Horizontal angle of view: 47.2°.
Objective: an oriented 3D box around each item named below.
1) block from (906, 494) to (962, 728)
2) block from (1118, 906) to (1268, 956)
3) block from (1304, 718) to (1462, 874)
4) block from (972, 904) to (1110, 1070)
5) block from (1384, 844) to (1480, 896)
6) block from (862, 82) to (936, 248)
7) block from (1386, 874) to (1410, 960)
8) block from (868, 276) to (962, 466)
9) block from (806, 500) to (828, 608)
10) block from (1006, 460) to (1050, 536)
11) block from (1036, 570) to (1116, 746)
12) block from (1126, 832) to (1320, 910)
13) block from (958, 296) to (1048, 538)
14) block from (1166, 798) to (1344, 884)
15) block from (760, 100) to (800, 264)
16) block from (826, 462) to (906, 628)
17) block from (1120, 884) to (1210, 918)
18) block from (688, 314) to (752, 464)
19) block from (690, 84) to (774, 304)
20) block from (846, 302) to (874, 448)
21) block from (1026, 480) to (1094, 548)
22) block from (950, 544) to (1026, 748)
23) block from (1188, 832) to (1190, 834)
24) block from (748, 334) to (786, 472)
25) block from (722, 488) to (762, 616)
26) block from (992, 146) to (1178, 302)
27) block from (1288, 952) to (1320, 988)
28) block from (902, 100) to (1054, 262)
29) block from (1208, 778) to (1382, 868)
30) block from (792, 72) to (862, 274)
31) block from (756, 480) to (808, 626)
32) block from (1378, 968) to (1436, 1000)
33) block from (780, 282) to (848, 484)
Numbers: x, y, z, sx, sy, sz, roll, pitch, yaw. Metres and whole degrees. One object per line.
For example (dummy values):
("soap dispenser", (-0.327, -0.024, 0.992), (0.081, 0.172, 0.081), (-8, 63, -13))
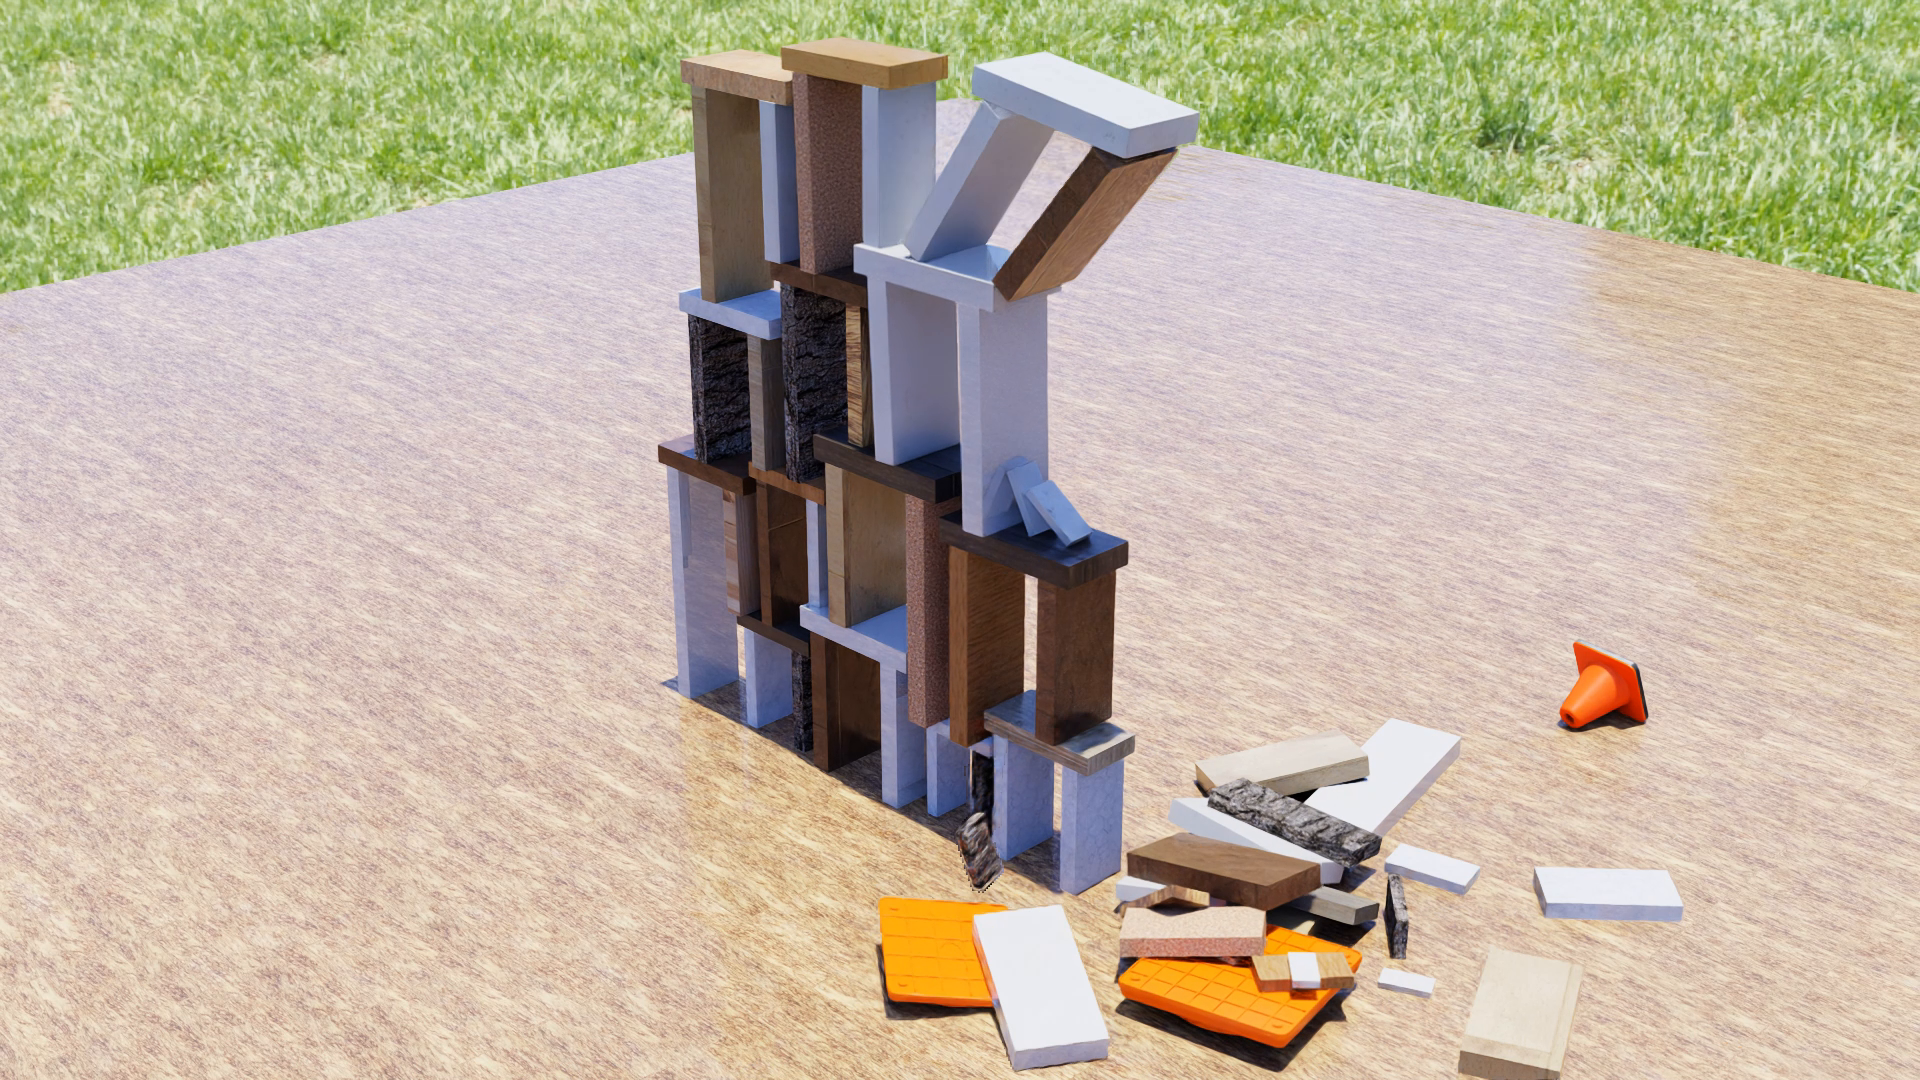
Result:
("block", (-0.024, 0.117, 4.299), (0.172, 0.484, 0.049), (-21, 31, -40))
("block", (0.415, 0.695, 3.905), (0.250, 0.035, 0.125), (-3, 15, 12))
("block", (0.841, 0.514, 4.492), (0.159, 0.045, 0.567), (14, 27, 30))
("block", (0.136, 0.769, 3.807), (0.162, 0.046, 0.325), (-5, 35, -11))
("block", (0.910, 0.634, 4.237), (0.162, 0.023, 0.081), (14, 27, 30))
("block", (-0.111, -0.696, 4.039), (0.042, 0.294, 0.147), (22, 32, 40))
("block", (0.801, 0.689, 4.032), (0.023, 0.081, 0.162), (2, 23, 5))
("block", (-0.085, -0.338, 4.165), (0.180, 0.359, 0.051), (-21, 29, -40))
("block", (-0.258, 0.012, 4.510), (0.033, 0.233, 0.117), (21, 31, 41))
("block", (0.133, -0.076, 4.047), (0.063, 0.127, 0.018), (-22, 4, -41))
("block", (0.214, 0.203, 4.081), (0.046, 0.328, 0.164), (21, 31, 40))
("block", (0.487, 0.611, 4.075), (0.325, 0.046, 0.162), (7, 13, 44))
("block", (0.082, -0.237, 4.024), (0.051, 0.434, 0.180), (19, 29, 41))
("block", (0.569, 0.578, 4.239), (0.159, 0.045, 0.319), (5, 13, -42))
("block", (-0.310, -0.706, 4.263), (0.044, 0.311, 0.156), (21, 31, 40))
("block", (-0.186, -0.011, 4.422), (0.049, 0.345, 0.172), (21, 31, 41))
("block", (0.372, 0.665, 3.998), (0.081, 0.023, 0.163), (17, -30, -26))
("block", (-0.495, -0.332, 4.619), (0.041, 0.322, 0.143), (21, 31, 41))
("block", (-0.456, -0.706, 4.424), (0.156, 0.437, 0.044), (-21, 31, -40))
("block", (-0.152, -0.335, 4.254), (0.142, 0.284, 0.040), (-21, 31, -40))
("block", (0.181, -0.049, 4.021), (0.063, 0.018, 0.127), (-23, 70, -43))
("block", (0.053, 0.183, 4.238), (0.046, 0.412, 0.164), (20, 30, 39))
("block", (0.542, 0.615, 4.282), (0.081, 0.023, 0.219), (-17, 28, -34))
("block", (-0.361, -0.296, 4.488), (0.041, 0.286, 0.143), (21, 31, 41))
("block", (-0.433, 0.008, 4.696), (0.040, 0.284, 0.142), (21, 31, 41))
("block", (0.210, -0.553, 3.755), (0.177, 0.354, 0.050), (-23, 72, -41))
("block", (0.589, 0.737, 3.769), (0.047, 0.013, 0.094), (1, 20, 3))
("block", (0.044, -0.647, 3.895), (0.177, 0.354, 0.050), (-22, 66, -41))
("block", (0.647, 0.545, 4.262), (0.317, 0.035, 0.125), (21, 18, 33))
("block", (-0.242, -0.707, 4.179), (0.147, 0.380, 0.042), (-21, 30, -40))
("block", (-0.368, 0.013, 4.629), (0.033, 0.328, 0.117), (21, 31, 41))
("block", (0.791, 0.785, 3.894), (0.094, 0.013, 0.047), (9, 25, 20))
("block", (-0.287, -0.328, 4.402), (0.040, 0.412, 0.142), (21, 31, 40))
